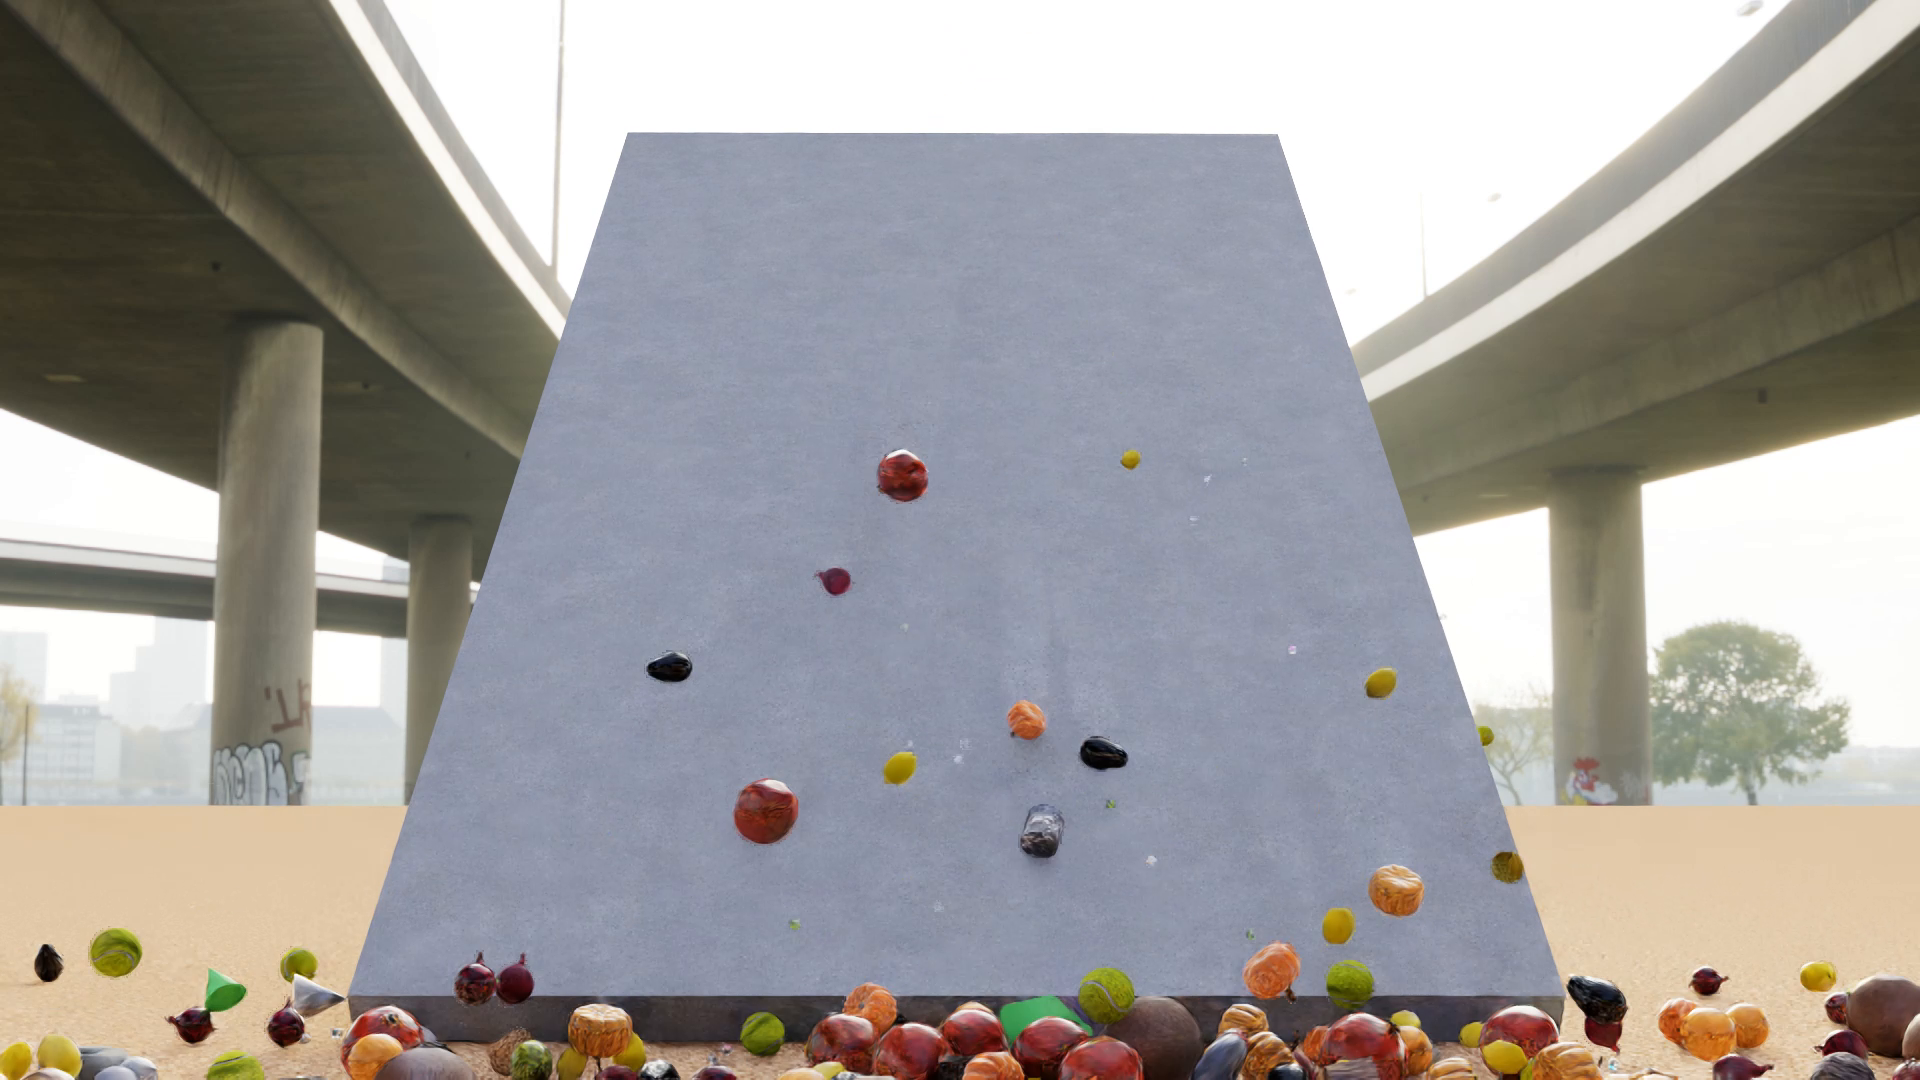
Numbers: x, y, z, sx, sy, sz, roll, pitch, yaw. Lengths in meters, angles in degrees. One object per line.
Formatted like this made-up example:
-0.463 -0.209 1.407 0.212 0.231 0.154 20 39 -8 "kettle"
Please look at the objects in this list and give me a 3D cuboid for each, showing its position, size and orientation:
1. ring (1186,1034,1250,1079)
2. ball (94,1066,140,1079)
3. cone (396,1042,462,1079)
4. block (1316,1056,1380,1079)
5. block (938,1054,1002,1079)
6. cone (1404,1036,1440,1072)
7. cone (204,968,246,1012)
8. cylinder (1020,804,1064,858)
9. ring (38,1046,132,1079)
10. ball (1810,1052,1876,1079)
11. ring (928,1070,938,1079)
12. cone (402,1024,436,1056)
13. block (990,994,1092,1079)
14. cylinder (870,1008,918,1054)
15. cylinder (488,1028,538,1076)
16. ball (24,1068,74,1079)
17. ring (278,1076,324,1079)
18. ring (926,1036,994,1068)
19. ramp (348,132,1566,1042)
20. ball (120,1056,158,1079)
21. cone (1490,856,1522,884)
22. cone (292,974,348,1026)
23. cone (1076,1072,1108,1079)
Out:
0.310 0.660 2.960 0.041 0.124 0.124 36 8 21 "ring"
-1.068 0.699 3.055 0.065 0.065 0.065 0 -6 0 "ball"
-0.680 0.671 3.005 0.084 0.084 0.084 -3 -4 25 "cone"
0.466 0.664 2.889 0.062 0.062 0.062 -7 -34 -17 "block"
0.012 0.685 3.005 0.080 0.080 0.080 0 -6 -1 "block"
0.681 0.779 3.615 0.056 0.056 0.056 2 -33 -16 "cone"
-1.238 0.738 4.028 0.070 0.070 0.070 7 34 -48 "cone"
0.147 0.517 4.285 0.067 0.067 0.067 9 -48 10 "cylinder"
-1.254 0.754 3.466 0.130 0.043 0.130 0 -5 0 "ring"
1.128 0.694 3.083 0.079 0.079 0.079 0 -6 0 "ball"
-0.002 0.750 3.357 0.084 0.028 0.084 1 -6 0 "ring"
-0.850 0.771 3.785 0.054 0.054 0.054 1 -46 -5 "cone"
0.108 0.680 3.244 0.089 0.089 0.089 -22 -55 38 "block"
-0.105 0.786 3.849 0.060 0.060 0.060 2 22 -22 "cylinder"
-0.639 0.732 3.453 0.050 0.050 0.050 7 -35 -48 "cylinder"
-1.097 0.675 2.904 0.079 0.079 0.079 0 -6 0 "ball"
-0.888 0.737 3.241 0.084 0.028 0.084 -1 -6 0 "ring"
0.020 0.766 3.592 0.140 0.047 0.140 1 -7 0 "ring"
-0.013 -0.210 5.720 2.000 0.100 4.000 0 30 0 "ramp"
-1.108 0.724 3.250 0.056 0.056 0.056 0 -6 0 "ball"
0.969 0.572 4.248 0.057 0.057 0.057 -4 11 32 "cone"
-1.072 0.770 4.051 0.089 0.089 0.089 3 -7 -17 "cone"
0.175 0.715 3.042 0.067 0.067 0.067 -3 -34 27 "cone"
